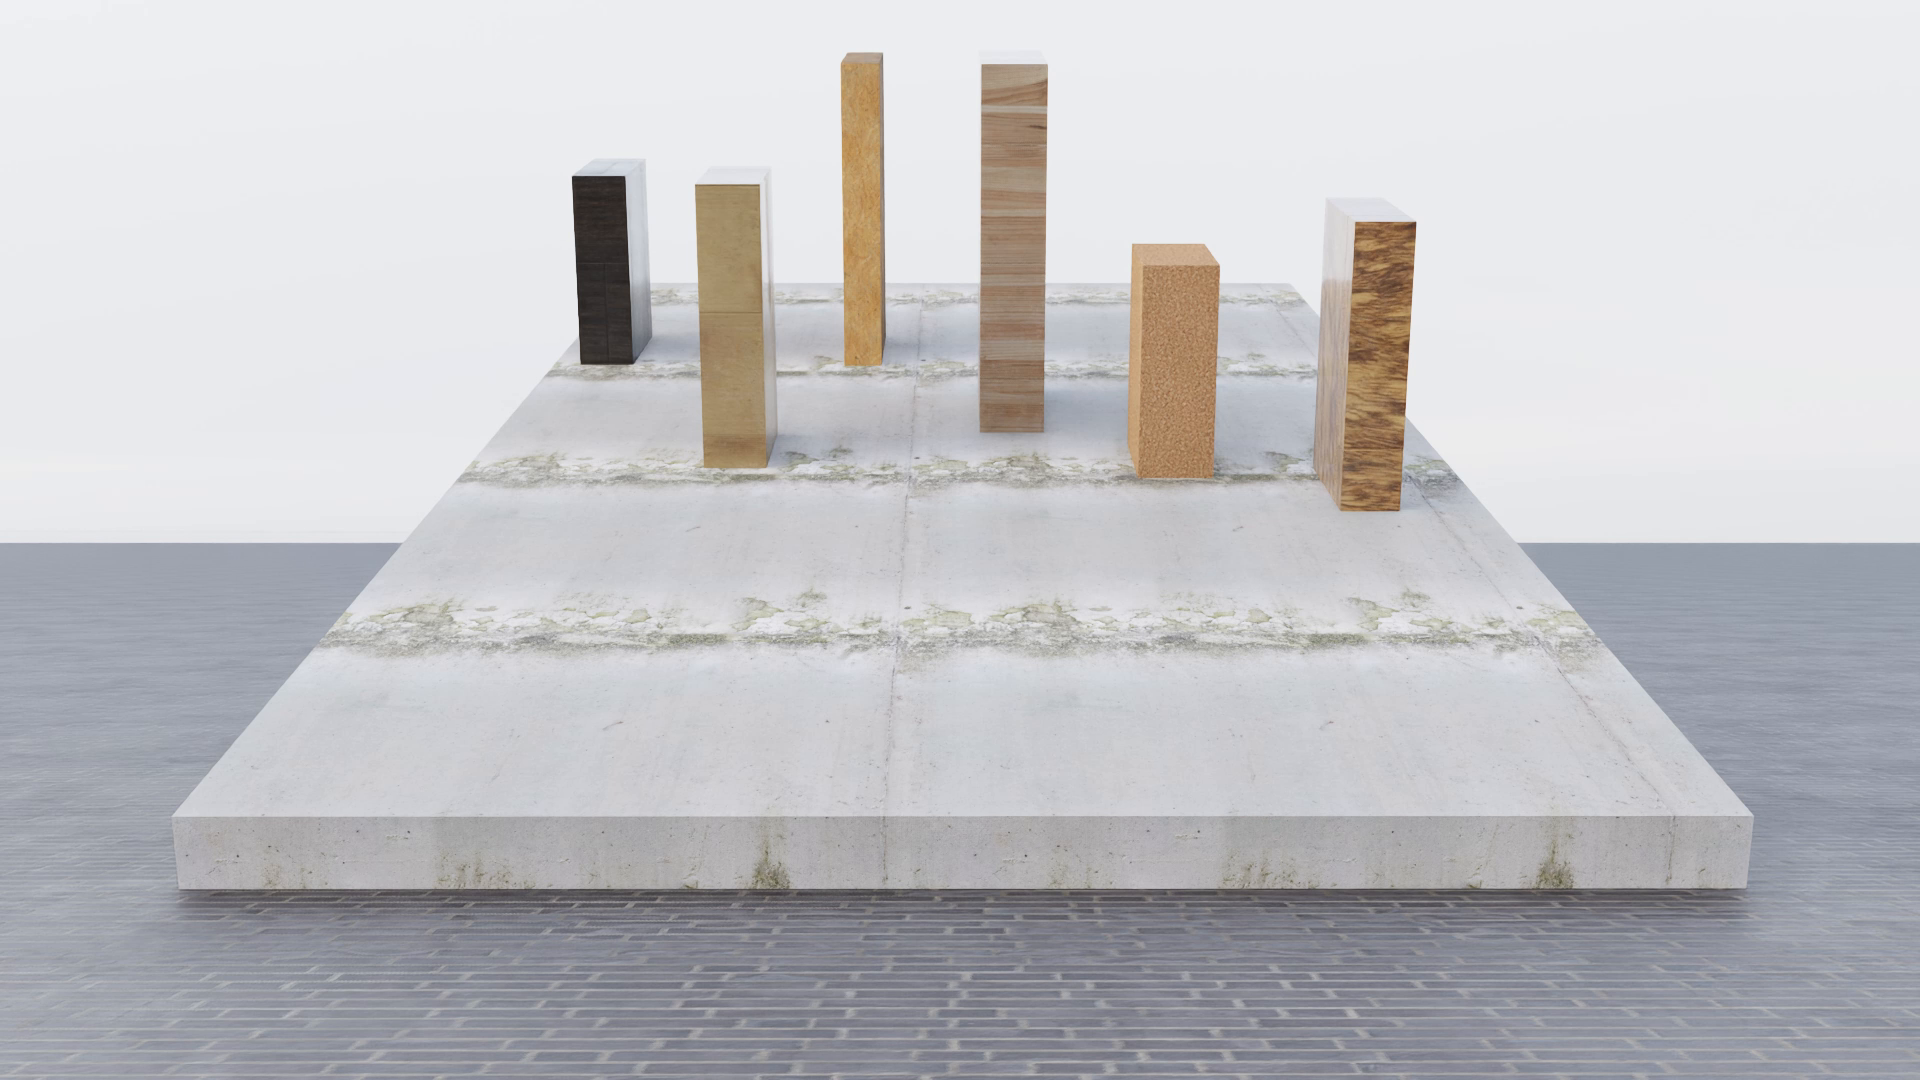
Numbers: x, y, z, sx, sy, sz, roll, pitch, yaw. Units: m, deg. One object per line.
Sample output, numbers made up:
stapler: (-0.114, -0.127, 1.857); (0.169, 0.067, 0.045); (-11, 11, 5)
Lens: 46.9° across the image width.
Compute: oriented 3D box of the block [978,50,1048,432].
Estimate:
block: (0.112, -0.668, 4.882); (0.138, 0.782, 0.426); (0, 16, 0)

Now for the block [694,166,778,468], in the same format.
block: (-0.456, -0.463, 4.551); (0.127, 0.574, 0.303); (0, 16, 0)

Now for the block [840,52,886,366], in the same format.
block: (-0.240, -0.836, 5.544); (0.091, 0.733, 0.376); (0, 16, 0)

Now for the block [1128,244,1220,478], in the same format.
block: (0.430, -0.369, 4.493); (0.150, 0.427, 0.284); (0, 16, 0)

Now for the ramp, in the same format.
ramp: (-0.002, -0.163, 4.728); (2.000, 0.100, 4.000); (0, 16, 0)

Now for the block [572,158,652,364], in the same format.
block: (-0.874, -0.708, 5.583); (0.130, 0.465, 0.366); (0, 16, 0)

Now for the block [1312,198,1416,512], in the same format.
block: (0.775, -0.364, 4.262); (0.112, 0.547, 0.333); (0, 16, 0)
